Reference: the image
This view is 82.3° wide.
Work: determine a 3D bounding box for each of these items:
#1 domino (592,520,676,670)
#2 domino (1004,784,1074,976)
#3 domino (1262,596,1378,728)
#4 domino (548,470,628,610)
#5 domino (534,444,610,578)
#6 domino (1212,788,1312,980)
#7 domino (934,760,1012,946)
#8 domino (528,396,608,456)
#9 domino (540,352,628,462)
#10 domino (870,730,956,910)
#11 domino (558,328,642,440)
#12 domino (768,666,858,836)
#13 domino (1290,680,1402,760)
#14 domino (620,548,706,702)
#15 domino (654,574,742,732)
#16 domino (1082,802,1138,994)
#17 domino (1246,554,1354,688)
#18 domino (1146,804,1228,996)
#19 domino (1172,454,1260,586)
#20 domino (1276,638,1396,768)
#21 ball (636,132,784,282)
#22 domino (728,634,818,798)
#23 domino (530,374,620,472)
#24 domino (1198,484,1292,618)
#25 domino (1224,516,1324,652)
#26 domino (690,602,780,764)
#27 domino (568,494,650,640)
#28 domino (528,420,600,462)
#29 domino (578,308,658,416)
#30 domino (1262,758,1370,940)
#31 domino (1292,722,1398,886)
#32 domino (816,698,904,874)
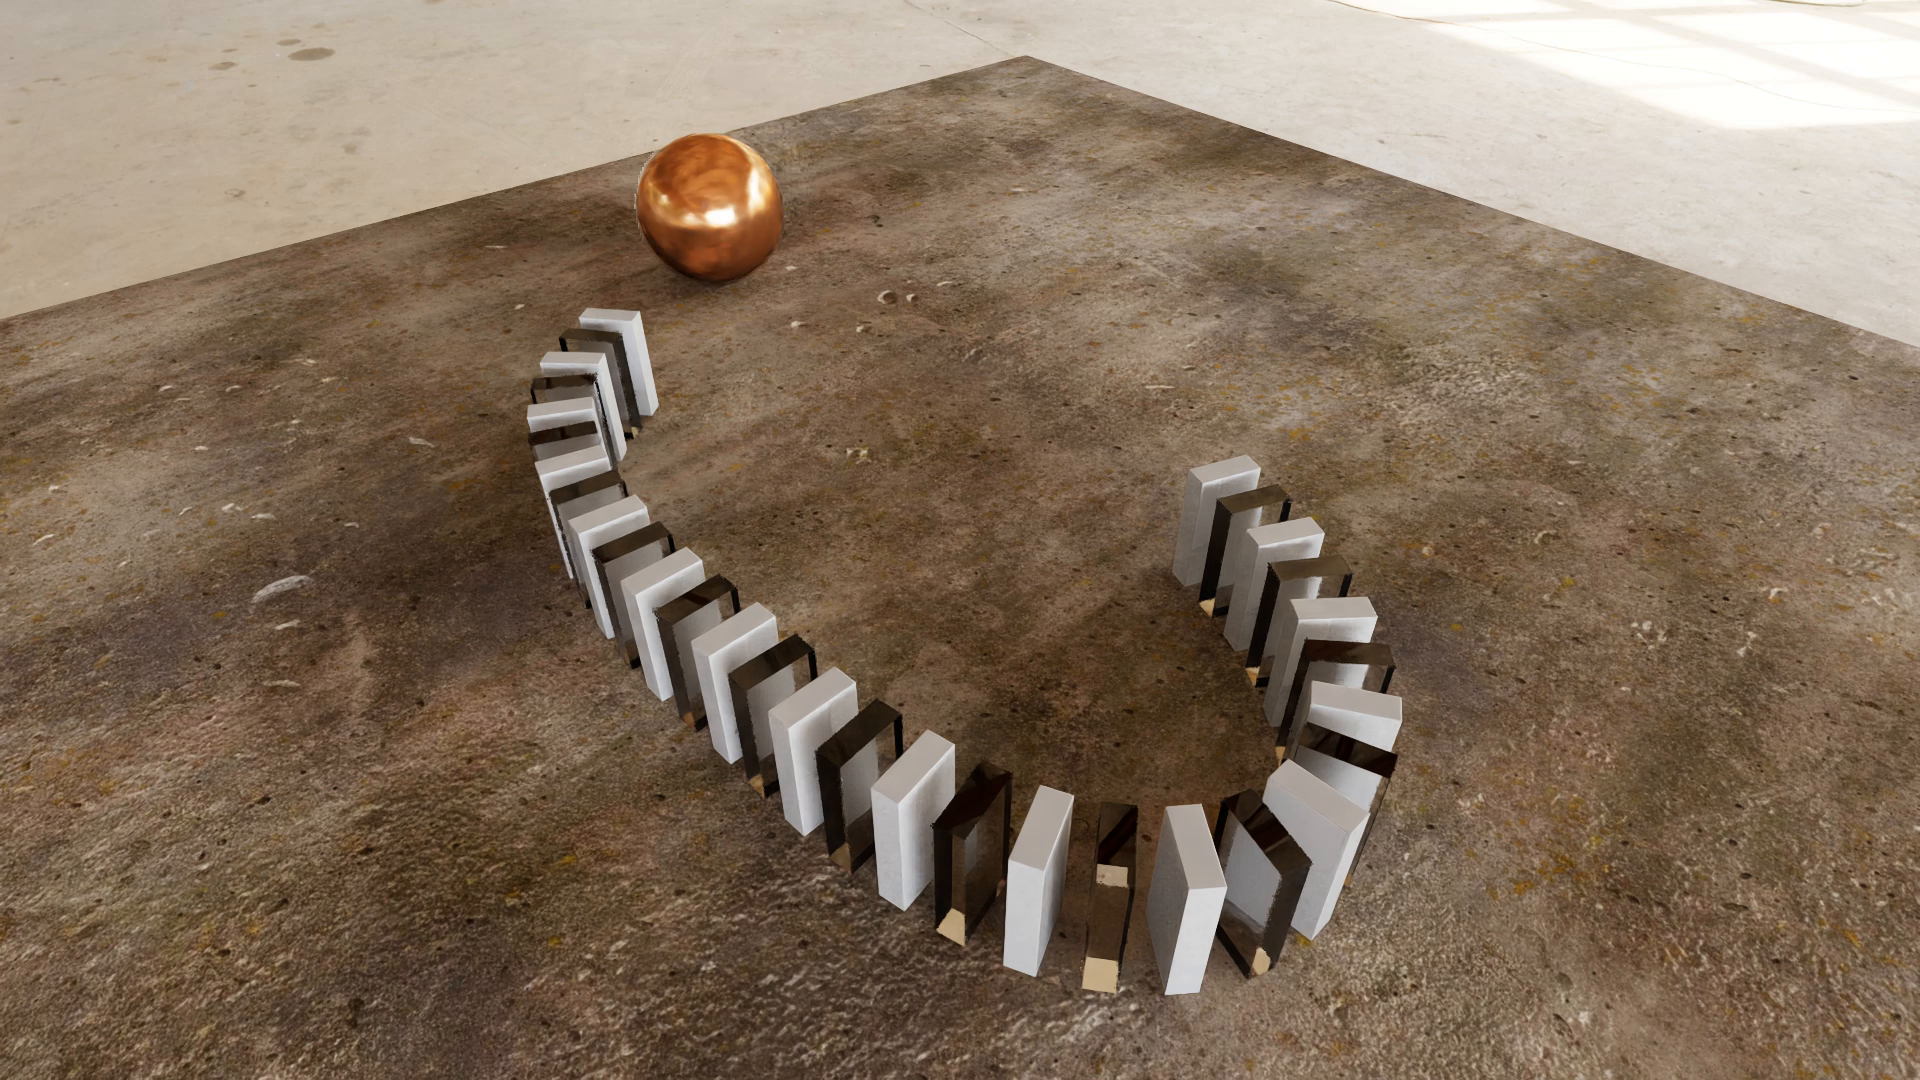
[{"bbox_3d":[-0.111,0.020,0.387,0.025,0.050,0.010,-27,47,-29],"label":"domino"},{"bbox_3d":[0.021,0.093,0.298,0.009,0.050,0.025,14,41,17],"label":"domino"},{"bbox_3d":[0.117,0.041,0.362,0.025,0.050,0.009,-2,39,-2],"label":"domino"},{"bbox_3d":[-0.134,0.000,0.411,0.025,0.050,0.010,-23,45,-25],"label":"domino"},{"bbox_3d":[-0.144,-0.010,0.424,0.025,0.050,0.010,-19,43,-22],"label":"domino"},{"bbox_3d":[0.078,0.094,0.297,0.009,0.050,0.025,-16,42,-19],"label":"domino"},{"bbox_3d":[0.004,0.087,0.305,0.009,0.050,0.025,21,44,24],"label":"domino"},{"bbox_3d":[-0.159,-0.034,0.452,0.025,0.050,0.009,-10,40,-12],"label":"domino"},{"bbox_3d":[-0.164,-0.058,0.482,0.025,0.050,0.009,2,39,2],"label":"domino"},{"bbox_3d":[-0.013,0.080,0.313,0.009,0.050,0.025,25,45,27],"label":"domino"},{"bbox_3d":[-0.162,-0.070,0.497,0.025,0.050,0.009,7,40,8],"label":"domino"},{"bbox_3d":[-0.043,0.064,0.333,0.010,0.050,0.025,32,49,33],"label":"domino"},{"bbox_3d":[0.114,0.065,0.332,0.025,0.050,0.009,10,40,12],"label":"domino"},{"bbox_3d":[-0.098,0.029,0.376,0.025,0.050,0.009,-31,49,-32],"label":"domino"},{"bbox_3d":[-0.084,0.038,0.365,0.009,0.050,0.025,31,49,32],"label":"domino"},{"bbox_3d":[0.040,0.096,0.294,0.010,0.050,0.025,5,40,7],"label":"domino"},{"bbox_3d":[0.115,0.028,0.377,0.025,0.050,0.009,-6,40,-7],"label":"domino"},{"bbox_3d":[0.059,0.097,0.294,0.009,0.050,0.025,-3,39,-4],"label":"domino"},{"bbox_3d":[0.097,-0.007,0.420,0.025,0.050,0.009,-15,42,-17],"label":"domino"},{"bbox_3d":[0.117,0.053,0.347,0.025,0.050,0.010,3,39,4],"label":"domino"},{"bbox_3d":[-0.139,-0.185,0.613,0.080,0.080,0.080,0,39,0],"label":"ball"},{"bbox_3d":[-0.056,0.056,0.344,0.025,0.050,0.009,-31,48,-32],"label":"domino"},{"bbox_3d":[-0.163,-0.046,0.467,0.025,0.050,0.010,-6,40,-7],"label":"domino"},{"bbox_3d":[0.105,0.005,0.406,0.025,0.050,0.010,-14,41,-16],"label":"domino"},{"bbox_3d":[0.111,0.016,0.392,0.025,0.050,0.009,-11,41,-13],"label":"domino"},{"bbox_3d":[-0.070,0.047,0.355,0.009,0.050,0.025,32,49,33],"label":"domino"},{"bbox_3d":[-0.123,0.010,0.399,0.025,0.050,0.009,-26,46,-28],"label":"domino"},{"bbox_3d":[-0.153,-0.022,0.438,0.025,0.050,0.010,-14,41,-16],"label":"domino"},{"bbox_3d":[-0.158,-0.082,0.512,0.025,0.050,0.010,5,40,6],"label":"domino"},{"bbox_3d":[0.095,0.087,0.306,0.010,0.050,0.025,-31,48,-32],"label":"domino"},{"bbox_3d":[0.106,0.077,0.318,0.025,0.050,0.009,19,43,22],"label":"domino"},{"bbox_3d":[-0.028,0.073,0.323,0.010,0.050,0.025,27,47,29],"label":"domino"}]
